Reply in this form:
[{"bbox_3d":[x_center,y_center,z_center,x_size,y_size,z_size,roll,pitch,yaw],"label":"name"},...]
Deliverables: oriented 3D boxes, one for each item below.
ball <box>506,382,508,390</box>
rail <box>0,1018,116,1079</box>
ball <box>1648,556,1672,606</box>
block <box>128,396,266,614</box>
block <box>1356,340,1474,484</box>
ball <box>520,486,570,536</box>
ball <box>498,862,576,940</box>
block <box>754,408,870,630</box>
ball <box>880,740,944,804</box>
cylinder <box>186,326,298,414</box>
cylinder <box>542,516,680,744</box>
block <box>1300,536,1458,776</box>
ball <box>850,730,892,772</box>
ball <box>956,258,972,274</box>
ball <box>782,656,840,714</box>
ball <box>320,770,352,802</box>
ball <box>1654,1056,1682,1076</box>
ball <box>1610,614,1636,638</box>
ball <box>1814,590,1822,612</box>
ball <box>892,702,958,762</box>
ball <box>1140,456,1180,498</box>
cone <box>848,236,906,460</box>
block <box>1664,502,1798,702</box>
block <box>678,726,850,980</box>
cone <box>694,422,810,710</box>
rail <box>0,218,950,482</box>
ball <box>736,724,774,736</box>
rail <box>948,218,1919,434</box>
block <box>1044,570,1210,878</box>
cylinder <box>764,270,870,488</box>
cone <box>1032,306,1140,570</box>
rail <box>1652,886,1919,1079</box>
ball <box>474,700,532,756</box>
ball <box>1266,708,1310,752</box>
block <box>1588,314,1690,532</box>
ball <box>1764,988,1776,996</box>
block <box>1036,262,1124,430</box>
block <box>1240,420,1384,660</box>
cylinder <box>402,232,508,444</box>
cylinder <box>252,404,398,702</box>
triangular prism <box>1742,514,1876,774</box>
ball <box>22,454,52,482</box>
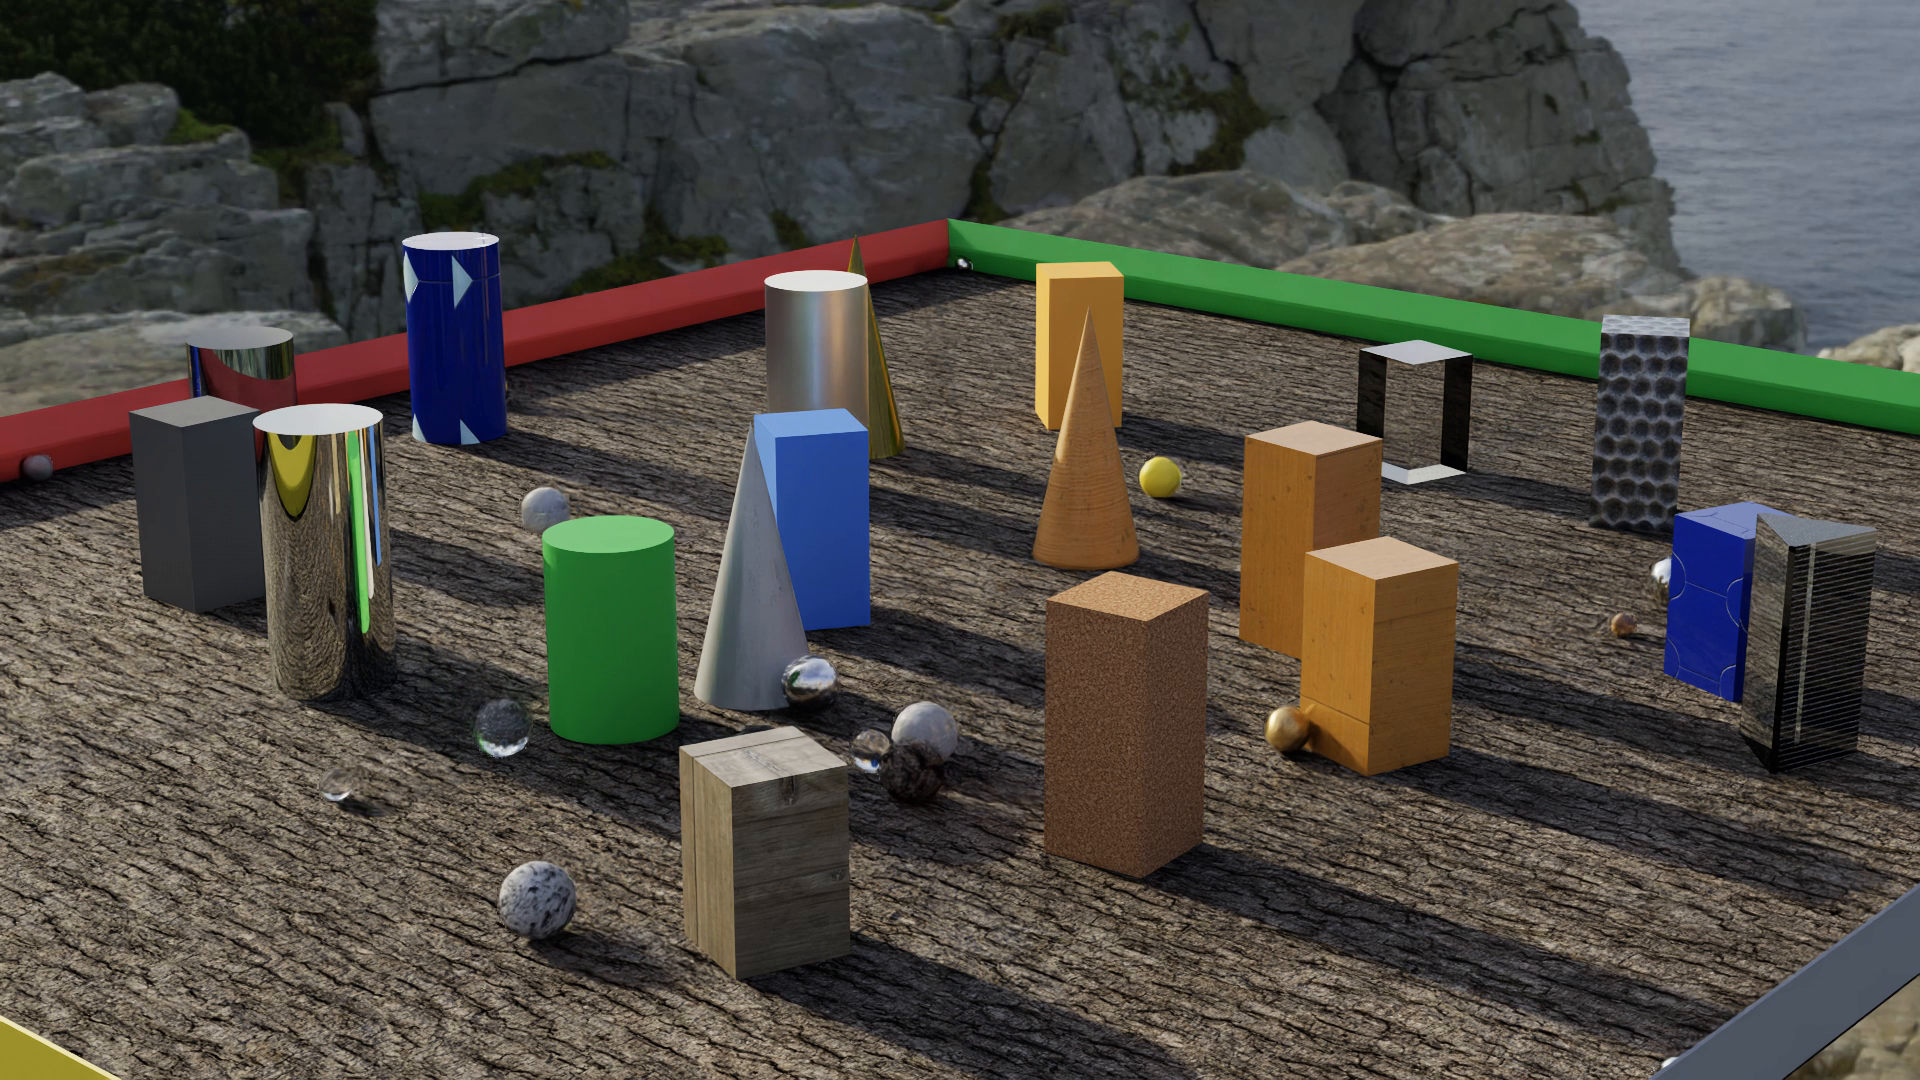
[{"bbox_3d":[-1.034,-0.339,6.449,0.075,0.075,0.075,0,17,0],"label":"ball"},{"bbox_3d":[-1.400,0.498,3.575,3.839,0.129,0.045,14,22,39],"label":"rail"},{"bbox_3d":[1.233,0.072,5.068,0.086,0.086,0.086,0,17,0],"label":"ball"},{"bbox_3d":[-1.317,-0.064,5.092,0.159,0.331,0.159,15,22,40],"label":"block"},{"bbox_3d":[0.911,-0.259,5.889,0.159,0.245,0.159,-11,20,-32],"label":"block"},{"bbox_3d":[-0.775,-0.054,5.476,0.091,0.091,0.091,0,17,0],"label":"ball"},{"bbox_3d":[-0.541,0.461,3.752,0.099,0.099,0.099,0,17,0],"label":"ball"},{"bbox_3d":[-0.251,-0.035,4.979,0.159,0.340,0.159,-5,17,-16],"label":"block"},{"bbox_3d":[-0.068,0.331,4.196,0.092,0.092,0.092,0,17,0],"label":"ball"},{"bbox_3d":[-1.366,-0.222,5.607,0.199,0.337,0.199,0,17,0],"label":"cylinder"},{"bbox_3d":[-0.532,0.136,4.479,0.199,0.303,0.199,0,17,0],"label":"cylinder"},{"bbox_3d":[0.621,0.171,4.364,0.159,0.303,0.159,-10,20,-31],"label":"block"},{"bbox_3d":[-0.131,0.310,4.320,0.061,0.061,0.061,0,17,0],"label":"ball"},{"bbox_3d":[0.009,-0.731,7.810,0.041,0.041,0.041,0,17,0],"label":"ball"},{"bbox_3d":[-0.232,0.224,4.554,0.090,0.090,0.090,0,17,0],"label":"ball"},{"bbox_3d":[-0.896,0.352,4.208,0.045,0.045,0.045,0,17,0],"label":"ball"},{"bbox_3d":[0.815,0.613,3.318,0.059,0.059,0.059,0,17,0],"label":"ball"},{"bbox_3d":[1.110,0.143,4.911,0.040,0.040,0.040,0,17,0],"label":"ball"},{"bbox_3d":[1.449,0.103,5.024,0.052,0.052,0.052,0,17,0],"label":"ball"},{"bbox_3d":[-0.052,0.288,4.329,0.098,0.098,0.098,0,17,0],"label":"ball"},{"bbox_3d":[0.391,-0.122,5.721,0.080,0.080,0.080,0,17,0],"label":"ball"},{"bbox_3d":[-0.212,-0.410,6.027,0.199,0.454,0.199,0,17,0],"label":"cone"},{"bbox_3d":[1.245,0.096,4.672,0.159,0.267,0.159,-9,19,-28],"label":"block"},{"bbox_3d":[-0.247,0.393,3.706,0.159,0.256,0.159,-9,19,-27],"label":"block"},{"bbox_3d":[-0.324,0.027,4.604,0.199,0.439,0.199,0,17,0],"label":"cone"},{"bbox_3d":[-1.432,-0.326,6.310,0.045,0.129,4.319,14,22,39],"label":"rail"},{"bbox_3d":[-0.288,0.315,4.239,0.097,0.097,0.097,0,17,0],"label":"ball"},{"bbox_3d":[1.400,-0.433,6.664,3.839,0.129,0.045,14,22,39],"label":"rail"},{"bbox_3d":[0.226,0.249,3.996,0.159,0.364,0.159,12,20,34],"label":"block"},{"bbox_3d":[-0.278,-0.298,5.715,0.199,0.421,0.199,0,17,0],"label":"cylinder"},{"bbox_3d":[0.231,-0.198,5.302,0.199,0.467,0.199,0,17,0],"label":"cone"},{"bbox_3d":[1.432,0.391,3.930,0.045,0.129,4.319,14,22,39],"label":"rail"},{"bbox_3d":[-0.683,0.281,4.374,0.086,0.086,0.086,0,17,0],"label":"ball"},{"bbox_3d":[0.491,0.285,4.392,0.067,0.067,0.067,0,17,0],"label":"ball"},{"bbox_3d":[1.283,-0.222,5.541,0.159,0.375,0.159,4,17,13],"label":"block"},{"bbox_3d":[0.982,0.561,3.493,0.057,0.057,0.057,0,17,0],"label":"ball"},{"bbox_3d":[0.254,-0.417,6.271,0.159,0.327,0.159,-2,17,-8],"label":"block"},{"bbox_3d":[0.579,0.000,4.848,0.159,0.350,0.159,-14,22,-38],"label":"block"},{"bbox_3d":[-1.058,-0.424,6.148,0.199,0.412,0.199,0,17,0],"label":"cylinder"},{"bbox_3d":[-1.003,0.019,4.641,0.199,0.433,0.199,0,17,0],"label":"cylinder"},{"bbox_3d":[1.231,0.146,4.364,0.172,0.350,0.149,-10,19,-29],"label":"triangular prism"},{"bbox_3d":[-1.834,-0.142,5.828,0.056,0.056,0.056,0,17,0],"label":"ball"}]
